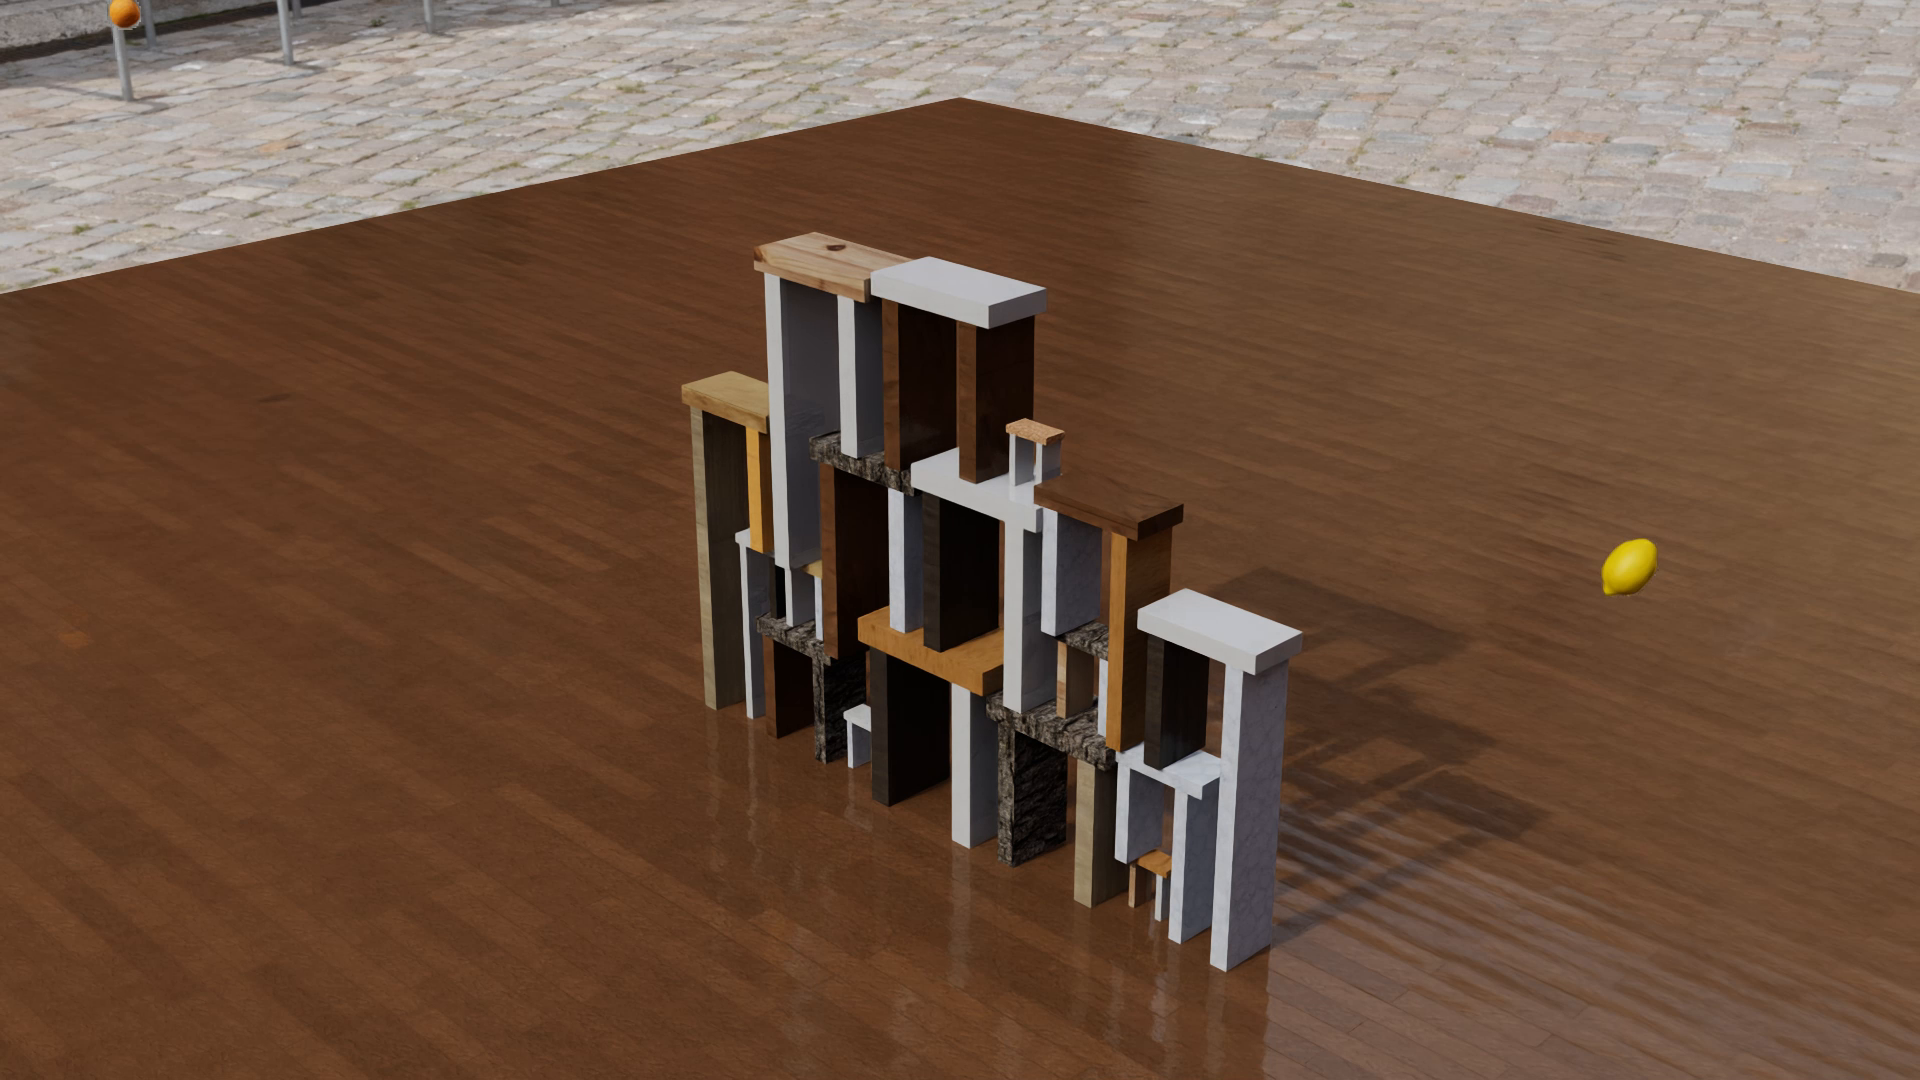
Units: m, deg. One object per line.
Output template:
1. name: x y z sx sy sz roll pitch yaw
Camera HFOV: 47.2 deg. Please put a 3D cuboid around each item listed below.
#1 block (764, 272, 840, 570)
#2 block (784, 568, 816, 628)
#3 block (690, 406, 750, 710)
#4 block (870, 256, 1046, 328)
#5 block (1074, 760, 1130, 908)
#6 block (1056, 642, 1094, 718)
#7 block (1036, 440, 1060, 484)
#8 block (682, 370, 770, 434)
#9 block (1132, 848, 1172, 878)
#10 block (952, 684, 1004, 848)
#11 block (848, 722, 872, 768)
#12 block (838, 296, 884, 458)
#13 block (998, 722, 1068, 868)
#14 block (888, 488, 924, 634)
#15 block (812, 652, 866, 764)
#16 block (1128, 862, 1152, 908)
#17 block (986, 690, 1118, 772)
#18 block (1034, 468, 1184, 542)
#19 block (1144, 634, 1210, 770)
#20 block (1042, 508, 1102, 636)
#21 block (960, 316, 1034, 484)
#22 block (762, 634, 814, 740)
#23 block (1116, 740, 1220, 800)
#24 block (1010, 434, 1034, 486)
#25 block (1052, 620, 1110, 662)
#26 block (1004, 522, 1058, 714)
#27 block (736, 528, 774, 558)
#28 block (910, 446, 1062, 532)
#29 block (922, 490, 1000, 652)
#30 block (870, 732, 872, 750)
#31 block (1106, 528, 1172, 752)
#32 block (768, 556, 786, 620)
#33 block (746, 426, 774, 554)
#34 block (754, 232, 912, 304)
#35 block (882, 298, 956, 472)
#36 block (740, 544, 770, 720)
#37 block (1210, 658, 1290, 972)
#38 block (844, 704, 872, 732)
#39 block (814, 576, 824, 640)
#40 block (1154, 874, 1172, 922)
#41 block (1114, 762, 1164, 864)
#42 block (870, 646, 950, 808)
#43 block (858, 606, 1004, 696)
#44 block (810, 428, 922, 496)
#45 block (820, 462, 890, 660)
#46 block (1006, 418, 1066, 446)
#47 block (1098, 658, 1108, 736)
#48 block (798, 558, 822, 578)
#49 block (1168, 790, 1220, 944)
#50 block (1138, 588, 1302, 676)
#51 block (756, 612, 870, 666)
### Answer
1. block: -0.309 -0.251 4.447 0.159 0.622 0.045 -21 31 -41
2. block: -0.334 0.106 4.633 0.071 0.141 0.020 -21 31 -41
3. block: -0.505 0.029 4.790 0.039 0.705 0.136 21 31 41
4. block: -0.004 -0.457 4.041 0.304 0.043 0.152 21 31 40
5. block: 0.284 0.526 4.134 0.151 0.302 0.043 -21 31 -41
6. block: 0.215 0.249 4.094 0.077 0.154 0.022 -21 31 -40
7. block: 0.160 -0.135 3.988 0.050 0.100 0.014 -21 31 -41
8. block: -0.441 -0.289 4.586 0.272 0.039 0.136 21 31 40
9. block: 0.362 0.596 4.089 0.097 0.014 0.049 21 31 41
10. block: 0.063 0.417 4.332 0.049 0.348 0.174 21 31 41
11. block: -0.211 0.421 4.629 0.015 0.109 0.054 21 31 41
12. block: -0.158 -0.332 4.249 0.045 0.319 0.159 21 31 40
13. block: 0.141 0.470 4.266 0.043 0.302 0.151 21 31 41
14. block: -0.070 0.021 4.313 0.042 0.297 0.149 21 31 41
15. block: -0.253 0.343 4.647 0.034 0.239 0.119 21 31 41
16. block: 0.339 0.638 4.132 0.014 0.097 0.049 21 31 41
17. block: 0.211 0.338 4.135 0.151 0.043 0.302 -21 31 -41
18. block: 0.263 -0.065 3.906 0.123 0.035 0.246 -21 31 -41
19. block: 0.387 0.269 3.920 0.130 0.259 0.037 -21 31 -41
20. block: 0.205 0.042 4.014 0.035 0.246 0.123 21 31 41
21. block: 0.068 -0.269 4.043 0.043 0.304 0.152 21 31 41
22. block: -0.365 0.299 4.750 0.034 0.239 0.119 21 31 41
23. block: 0.390 0.404 3.970 0.203 0.029 0.101 21 31 41
24. block: 0.113 -0.153 4.031 0.050 0.100 0.014 -21 31 -41
25. block: 0.252 0.182 4.026 0.154 0.022 0.077 21 31 41
26. block: 0.155 0.123 4.105 0.046 0.376 0.162 21 31 41
27. block: -0.404 0.004 4.666 0.141 0.020 0.071 21 31 40
28. block: 0.079 -0.100 4.093 0.323 0.046 0.162 21 31 41
29. block: 0.003 0.040 4.235 0.162 0.323 0.046 -21 31 -41
30. block: -0.160 0.441 4.581 0.015 0.109 0.054 21 31 41
31. block: 0.320 0.168 3.941 0.123 0.421 0.035 -21 31 -41
32. block: -0.370 0.092 4.667 0.071 0.141 0.020 -21 31 -41
33. block: -0.377 -0.121 4.588 0.039 0.272 0.136 21 31 40
34. block: -0.234 -0.528 4.247 0.159 0.045 0.319 -21 31 -40
35. block: -0.076 -0.311 4.180 0.043 0.334 0.152 21 31 40
36. block: -0.437 0.191 4.781 0.020 0.414 0.071 21 31 41
37. block: 0.509 0.474 3.874 0.037 0.601 0.130 21 31 41
38. block: -0.186 0.374 4.581 0.109 0.015 0.054 21 31 41
39. block: -0.267 0.132 4.571 0.071 0.141 0.020 -21 31 -41
40. block: 0.385 0.656 4.090 0.014 0.097 0.049 21 31 41
41. block: 0.333 0.488 4.067 0.101 0.202 0.029 -21 31 -41
42. block: -0.101 0.353 4.483 0.049 0.348 0.174 21 31 41
43. block: -0.019 0.202 4.330 0.348 0.049 0.174 21 31 41
44. block: -0.141 -0.162 4.311 0.297 0.042 0.148 21 31 40
45. block: -0.211 0.024 4.467 0.042 0.422 0.148 21 31 40
46. block: 0.137 -0.196 3.987 0.100 0.014 0.050 21 31 41
47. block: 0.288 0.277 4.027 0.022 0.154 0.077 21 31 41
48. block: -0.301 0.045 4.570 0.071 0.020 0.141 -21 31 -41
49. block: 0.429 0.577 4.001 0.101 0.313 0.029 -21 31 -41
50. block: 0.448 0.156 3.806 0.259 0.037 0.130 21 31 41
51. block: -0.309 0.196 4.646 0.119 0.034 0.238 -21 31 -41
